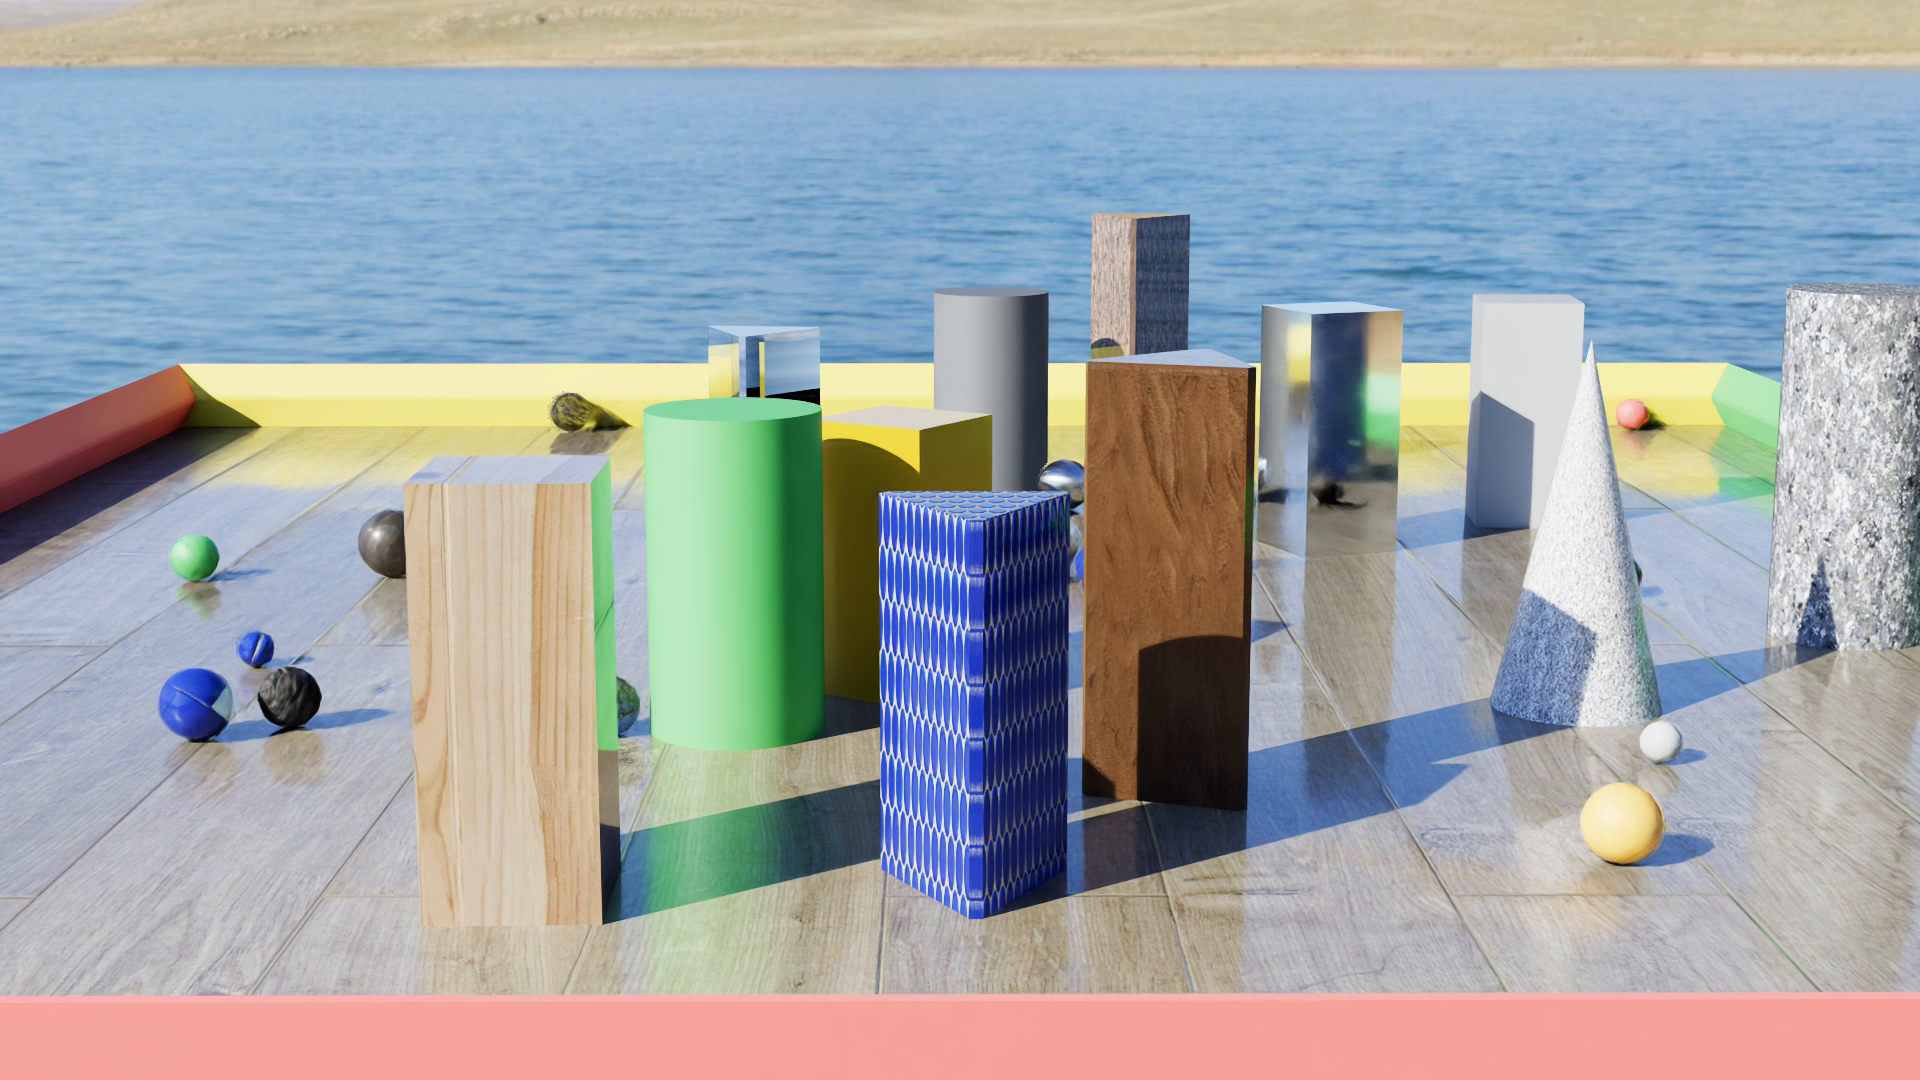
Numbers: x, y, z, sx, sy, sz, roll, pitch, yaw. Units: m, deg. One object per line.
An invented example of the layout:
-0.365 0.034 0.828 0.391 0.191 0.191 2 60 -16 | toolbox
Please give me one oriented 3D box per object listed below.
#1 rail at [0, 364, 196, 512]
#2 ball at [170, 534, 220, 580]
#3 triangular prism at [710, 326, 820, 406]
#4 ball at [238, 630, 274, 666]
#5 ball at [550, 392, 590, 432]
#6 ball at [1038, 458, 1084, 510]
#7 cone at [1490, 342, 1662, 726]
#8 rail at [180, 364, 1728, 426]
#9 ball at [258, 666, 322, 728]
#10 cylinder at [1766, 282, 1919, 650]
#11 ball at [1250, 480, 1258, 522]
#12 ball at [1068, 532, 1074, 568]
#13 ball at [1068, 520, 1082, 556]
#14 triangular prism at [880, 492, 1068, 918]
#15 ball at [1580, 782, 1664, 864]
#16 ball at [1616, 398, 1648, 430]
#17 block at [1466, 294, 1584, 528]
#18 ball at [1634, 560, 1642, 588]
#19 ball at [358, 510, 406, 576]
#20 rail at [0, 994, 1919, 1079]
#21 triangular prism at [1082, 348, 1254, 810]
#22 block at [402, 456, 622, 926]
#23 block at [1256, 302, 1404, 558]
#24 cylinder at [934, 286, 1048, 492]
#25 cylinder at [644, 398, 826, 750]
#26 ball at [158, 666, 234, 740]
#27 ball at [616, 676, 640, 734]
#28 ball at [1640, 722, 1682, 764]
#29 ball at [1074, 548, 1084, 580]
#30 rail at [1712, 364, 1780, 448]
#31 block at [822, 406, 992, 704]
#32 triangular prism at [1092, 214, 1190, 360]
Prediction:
-1.548 0.034 3.440 0.045 0.126 3.589 0 11 0 | rail
-1.092 0.024 3.660 0.067 0.067 0.067 0 11 0 | ball
-0.320 -0.148 3.846 0.145 0.338 0.168 8 13 38 | triangular prism
-0.860 0.133 3.137 0.044 0.044 0.044 0 11 0 | ball
-0.780 -0.256 5.134 0.079 0.079 0.079 0 11 0 | ball
0.172 -0.092 4.234 0.085 0.085 0.085 0 11 0 | ball
0.708 -0.018 2.912 0.194 0.422 0.194 0 11 0 | cone
-0.010 -0.291 5.190 3.144 0.126 0.045 0 11 0 | rail
-0.744 0.175 2.848 0.068 0.068 0.068 0 11 0 | ball
1.144 -0.098 3.278 0.194 0.446 0.194 0 11 0 | cylinder
0.461 -0.063 4.121 0.069 0.069 0.069 0 11 0 | ball
0.119 0.014 3.655 0.088 0.088 0.088 0 11 0 | ball
0.145 0.000 3.789 0.067 0.067 0.067 0 11 0 | ball
0.034 0.135 2.287 0.145 0.349 0.168 -6 12 -30 | triangular prism
0.610 0.261 2.364 0.074 0.074 0.074 0 11 0 | ball
1.352 -0.253 5.163 0.063 0.063 0.063 0 11 0 | ball
0.904 -0.209 4.119 0.155 0.357 0.155 1 11 5 | block
0.909 0.050 3.539 0.061 0.061 0.061 0 11 0 | ball
-0.816 0.004 3.687 0.097 0.097 0.097 0 11 0 | ball
0.010 0.356 1.708 3.144 0.126 0.045 0 11 0 | rail
0.227 0.033 2.590 0.168 0.440 0.145 4 11 20 | triangular prism
-0.386 0.128 2.237 0.155 0.383 0.155 0 11 -1 | block
0.559 -0.170 3.889 0.155 0.365 0.155 -4 11 -21 | block
0.052 -0.246 4.339 0.194 0.349 0.194 0 11 0 | cylinder
-0.247 0.033 2.818 0.194 0.357 0.194 0 11 0 | cylinder
-0.832 0.178 2.796 0.080 0.080 0.080 0 11 0 | ball
-0.384 0.182 2.816 0.065 0.065 0.065 0 11 0 | ball
0.739 0.213 2.704 0.044 0.044 0.044 0 11 0 | ball
0.192 0.034 3.629 0.058 0.058 0.058 0 11 0 | ball
1.548 0.031 3.458 0.045 0.126 3.589 0 11 0 | rail
-0.069 0.016 3.006 0.155 0.322 0.155 7 12 32 | block
0.290 -0.333 4.486 0.145 0.468 0.168 8 13 38 | triangular prism
